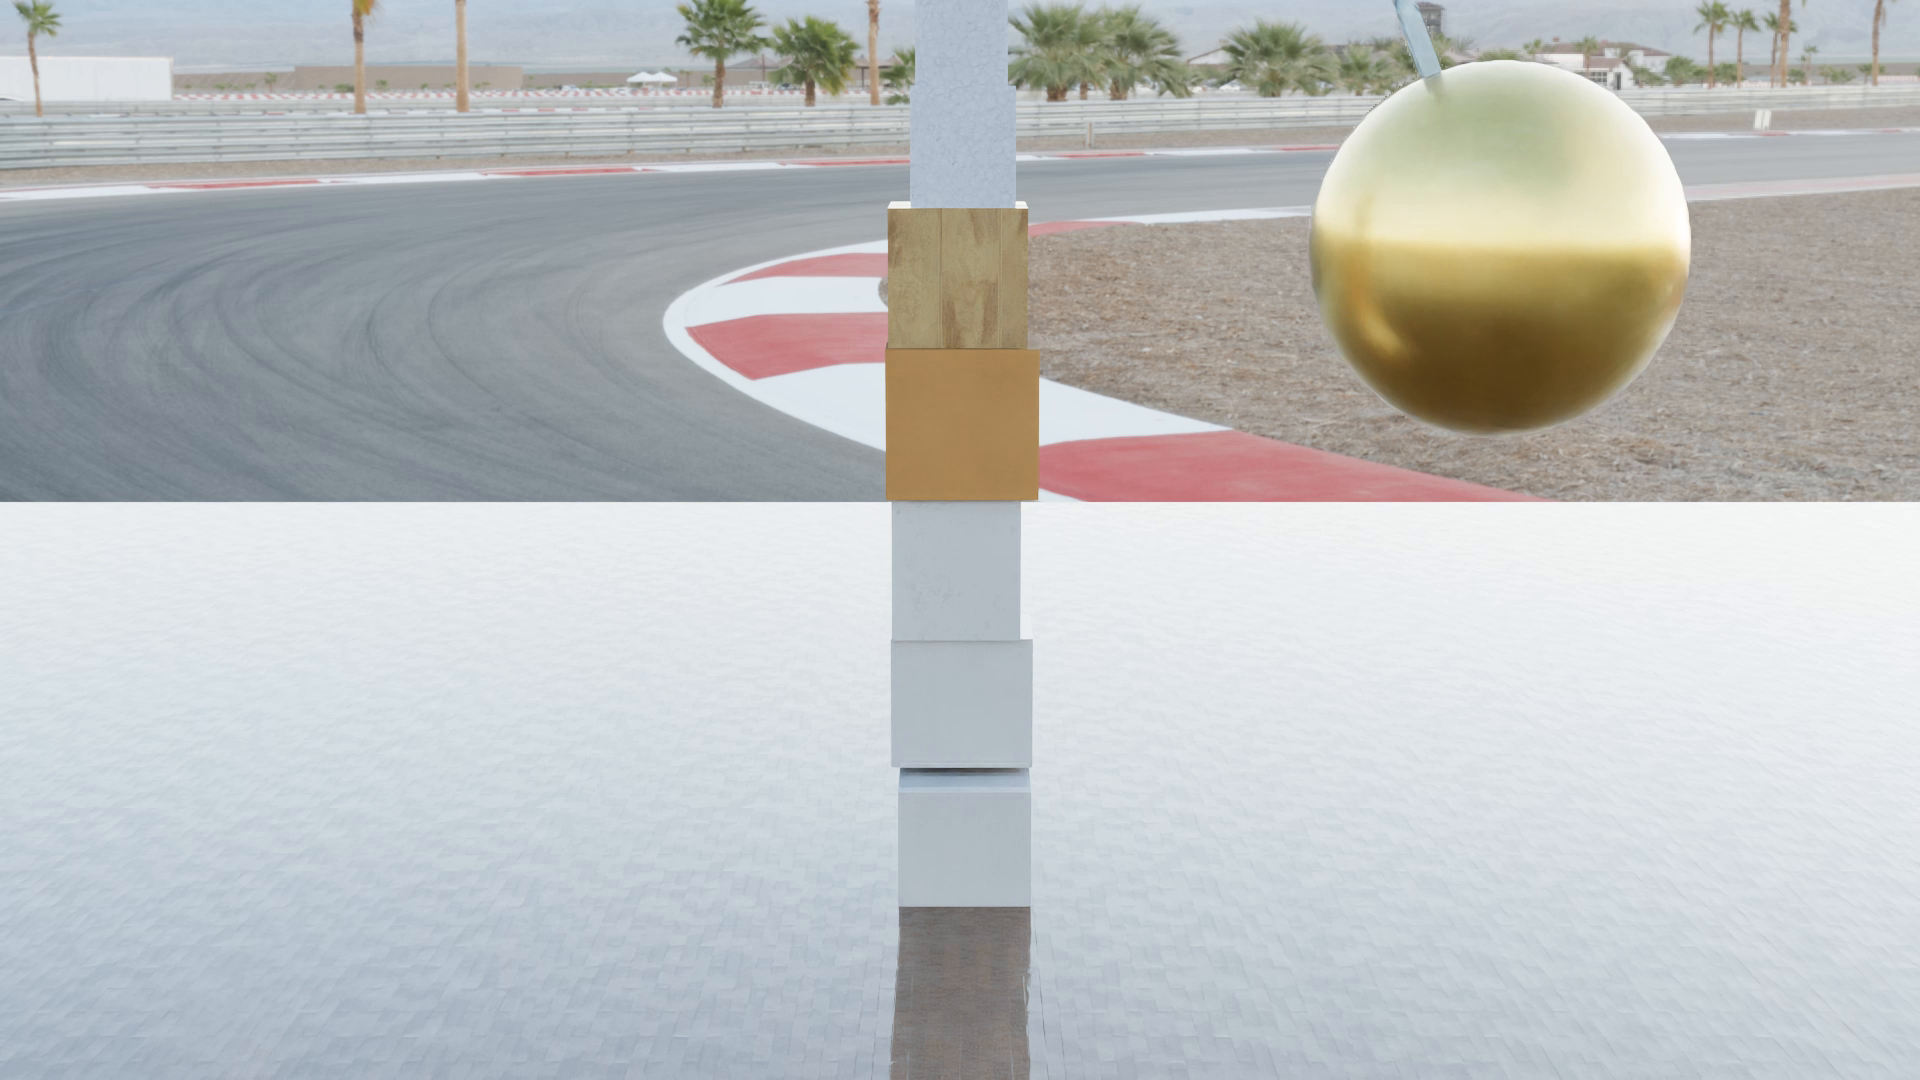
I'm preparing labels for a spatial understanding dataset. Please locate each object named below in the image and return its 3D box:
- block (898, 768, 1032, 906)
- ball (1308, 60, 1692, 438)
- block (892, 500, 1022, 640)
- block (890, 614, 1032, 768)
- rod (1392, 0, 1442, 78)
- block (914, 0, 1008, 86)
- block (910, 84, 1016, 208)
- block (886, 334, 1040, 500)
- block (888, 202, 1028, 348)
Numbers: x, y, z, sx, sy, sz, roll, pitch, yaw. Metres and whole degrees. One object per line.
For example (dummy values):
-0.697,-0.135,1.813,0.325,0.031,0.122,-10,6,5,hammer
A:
0.019,1.276,11.140,0.565,0.504,0.467,0,10,0,block
2.295,-1.236,10.956,1.600,1.600,1.600,0,10,0,ball
-0.016,0.076,11.194,0.549,0.613,0.587,0,10,0,block
0.007,0.657,11.300,0.610,0.569,0.525,0,10,0,block
0.994,-4.327,10.394,0.080,5.200,0.080,-22,10,4,rod
0.006,-2.108,10.797,0.384,0.383,0.421,0,10,0,block
0.013,-1.673,10.876,0.438,0.502,0.491,0,10,0,block
0.010,-0.539,11.082,0.644,0.638,0.654,0,10,0,block
-0.009,-1.140,10.973,0.584,0.583,0.548,0,10,0,block
